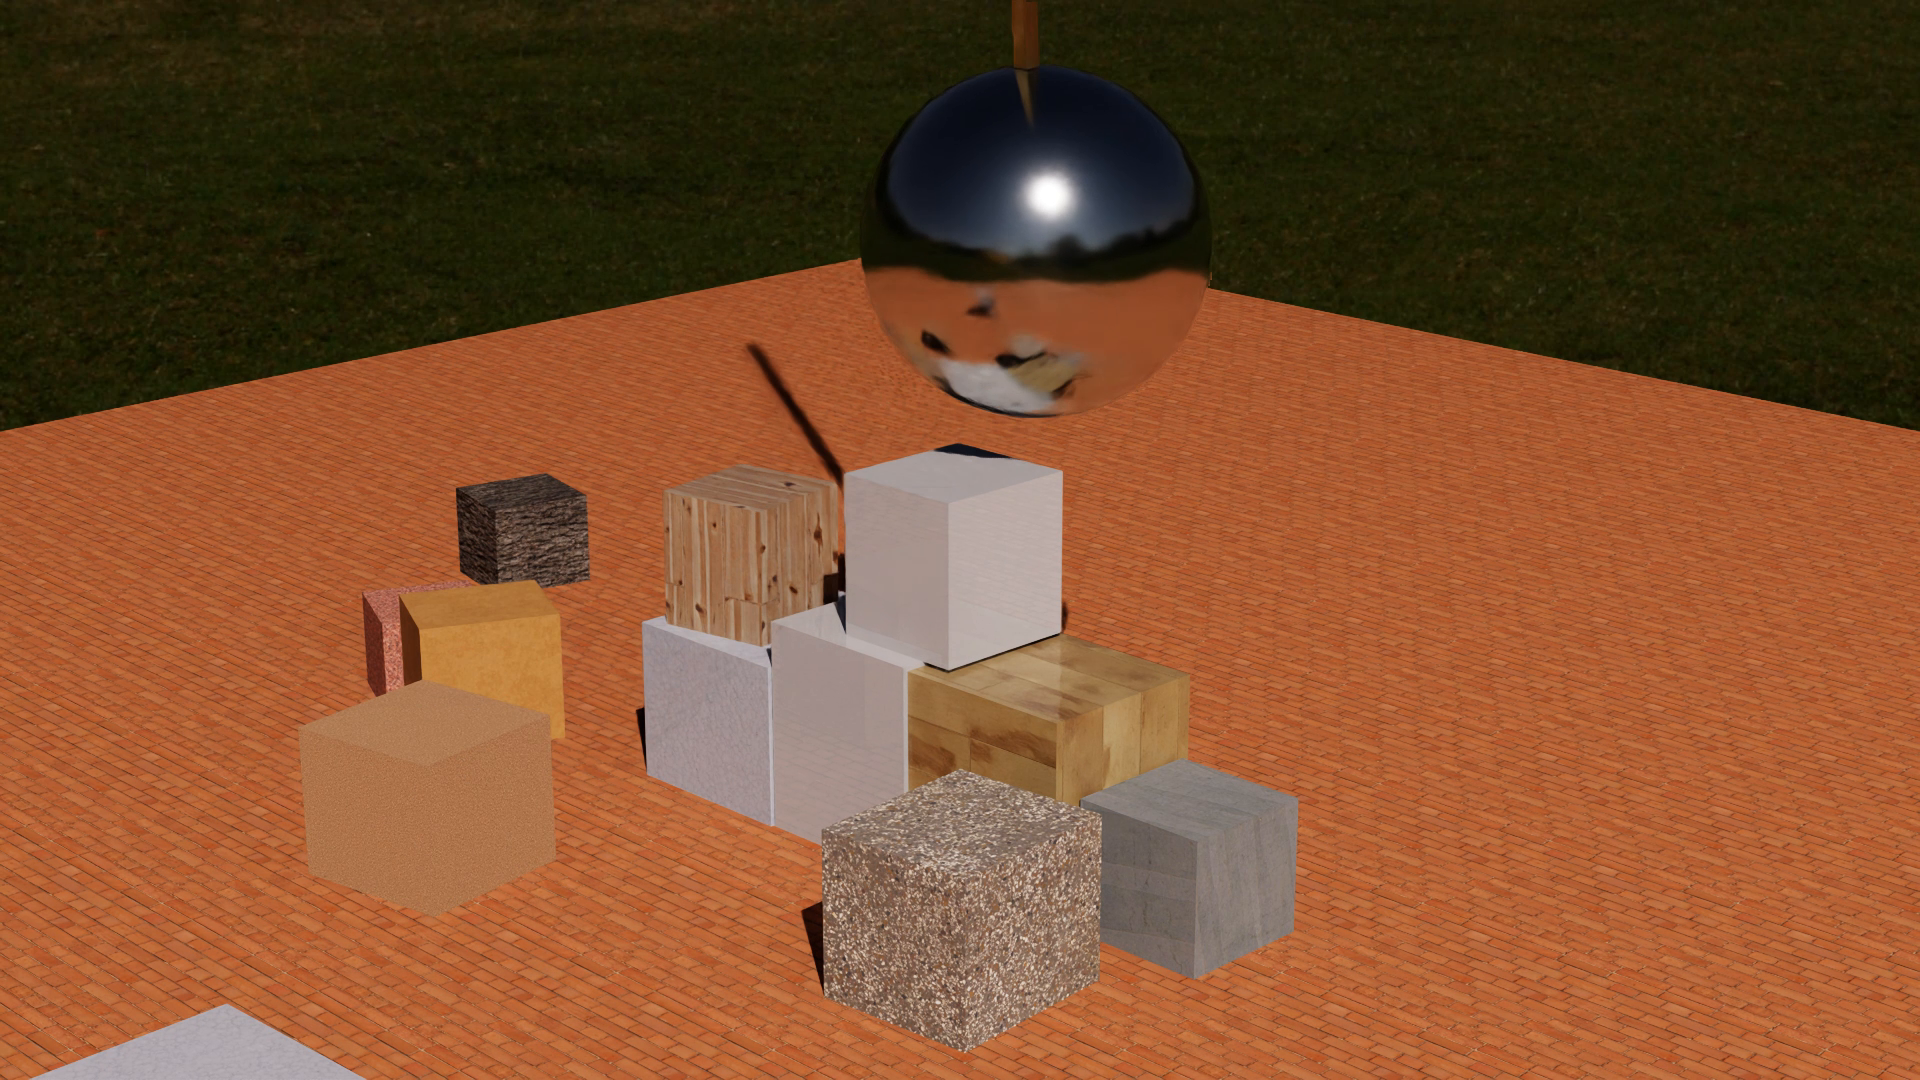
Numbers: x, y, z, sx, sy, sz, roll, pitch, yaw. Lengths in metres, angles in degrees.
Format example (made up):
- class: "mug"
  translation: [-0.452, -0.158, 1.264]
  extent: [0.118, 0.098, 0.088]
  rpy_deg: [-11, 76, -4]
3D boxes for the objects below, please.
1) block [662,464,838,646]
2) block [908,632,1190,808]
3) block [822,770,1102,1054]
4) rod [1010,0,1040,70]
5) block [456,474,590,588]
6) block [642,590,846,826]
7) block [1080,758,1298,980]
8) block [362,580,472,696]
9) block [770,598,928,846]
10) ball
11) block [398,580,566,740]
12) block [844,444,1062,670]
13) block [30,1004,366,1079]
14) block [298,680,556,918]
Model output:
- class: "block"
  translation: [-1.018, 0.065, 14.325]
  extent: [0.602, 0.676, 0.600]
  rpy_deg: [12, 21, 33]
- class: "block"
  translation: [0.396, 1.075, 13.239]
  extent: [0.866, 1.010, 0.915]
  rpy_deg: [-17, 24, -42]
- class: "block"
  translation: [0.011, 1.525, 12.227]
  extent: [0.777, 0.758, 0.873]
  rpy_deg: [14, 23, 39]
- class: "rod"
  translation: [0.149, -4.524, 12.076]
  extent: [0.080, 5.200, 0.080]
  rpy_deg: [17, 29, 42]
- class: "block"
  translation: [-2.620, -0.036, 17.578]
  extent: [0.592, 0.529, 0.568]
  rpy_deg: [-11, 20, -31]
- class: "block"
  translation: [-0.872, 0.777, 14.529]
  extent: [1.016, 0.805, 0.934]
  rpy_deg: [-17, 24, -42]
- class: "block"
  translation: [0.993, 1.419, 12.773]
  extent: [0.671, 0.633, 0.663]
  rpy_deg: [-17, 24, -42]
- class: "block"
  translation: [-2.837, 0.574, 15.654]
  extent: [0.574, 0.518, 0.572]
  rpy_deg: [-7, 19, -20]
- class: "block"
  translation: [-0.226, 0.867, 13.862]
  extent: [0.963, 1.035, 0.894]
  rpy_deg: [-17, 24, -42]
- class: "ball"
  translation: [0.343, -1.350, 13.277]
  extent: [1.600, 1.600, 1.600]
  rpy_deg: [0, 17, 0]
- class: "block"
  translation: [-2.472, 0.650, 15.155]
  extent: [0.715, 0.673, 0.595]
  rpy_deg: [-6, 19, -19]
- class: "block"
  translation: [-0.029, 0.062, 13.406]
  extent: [0.730, 0.774, 0.673]
  rpy_deg: [-17, 24, -42]
- class: "block"
  translation: [-2.516, 2.220, 9.779]
  extent: [0.857, 0.901, 0.810]
  rpy_deg: [16, 23, 41]
- class: "block"
  translation: [-2.433, 1.166, 13.436]
  extent: [0.813, 0.719, 0.780]
  rpy_deg: [12, 21, 34]
